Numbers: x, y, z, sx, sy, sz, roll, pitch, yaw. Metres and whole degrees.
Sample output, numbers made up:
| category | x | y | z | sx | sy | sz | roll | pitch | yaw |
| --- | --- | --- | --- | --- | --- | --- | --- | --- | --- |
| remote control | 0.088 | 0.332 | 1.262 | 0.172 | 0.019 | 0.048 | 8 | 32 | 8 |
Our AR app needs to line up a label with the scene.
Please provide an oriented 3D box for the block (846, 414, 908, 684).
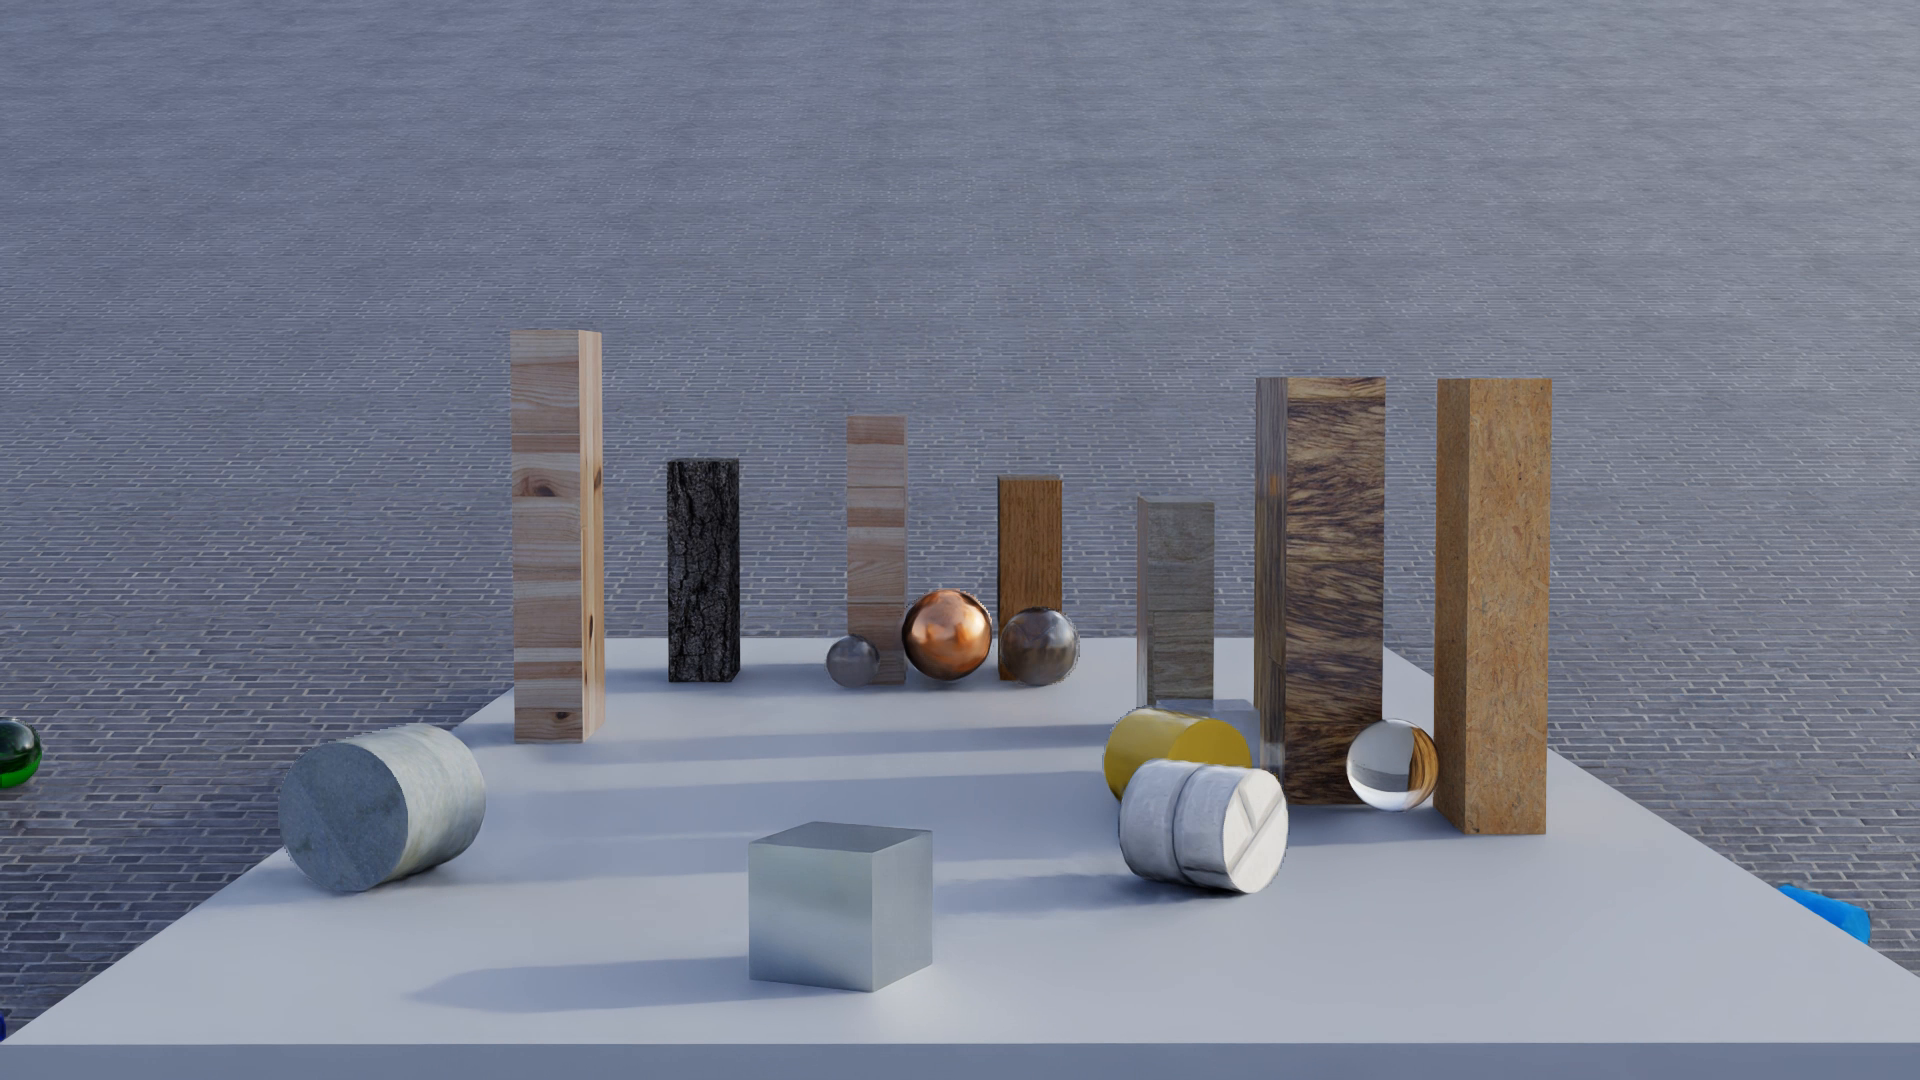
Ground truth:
| category | x | y | z | sx | sy | sz | roll | pitch | yaw |
| --- | --- | --- | --- | --- | --- | --- | --- | --- | --- |
| block | -0.181 | 0.010 | 5.727 | 0.123 | 0.576 | 0.448 | 0 | 4 | 0 |

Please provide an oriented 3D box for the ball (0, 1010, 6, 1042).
| category | x | y | z | sx | sy | sz | roll | pitch | yaw |
| --- | --- | --- | --- | --- | --- | --- | --- | --- | --- |
| ball | -1.333 | 0.655 | 3.382 | 0.144 | 0.144 | 0.144 | 0 | 20 | 0 |

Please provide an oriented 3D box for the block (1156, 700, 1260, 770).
| category | x | y | z | sx | sy | sz | roll | pitch | yaw |
| --- | --- | --- | --- | --- | --- | --- | --- | --- | --- |
| block | 0.390 | 0.331 | 4.055 | 0.142 | 0.142 | 0.142 | 0 | 4 | -3 |

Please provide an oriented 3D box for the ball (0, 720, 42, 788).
| category | x | y | z | sx | sy | sz | roll | pitch | yaw |
| --- | --- | --- | --- | --- | --- | --- | --- | --- | --- |
| ball | -2.198 | 0.492 | 5.907 | 0.159 | 0.159 | 0.159 | 0 | 20 | 0 |

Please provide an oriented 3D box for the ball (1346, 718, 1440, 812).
| category | x | y | z | sx | sy | sz | roll | pitch | yaw |
| --- | --- | --- | --- | --- | --- | --- | --- | --- | --- |
| ball | 0.656 | 0.341 | 3.890 | 0.142 | 0.142 | 0.142 | 0 | 20 | 0 |

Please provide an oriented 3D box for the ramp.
| category | x | y | z | sx | sy | sz | roll | pitch | yaw |
| --- | --- | --- | --- | --- | --- | --- | --- | --- | --- |
| ramp | 0.047 | 0.423 | 4.534 | 2.000 | 0.100 | 4.000 | 0 | 4 | 0 |

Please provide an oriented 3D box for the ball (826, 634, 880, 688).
| category | x | y | z | sx | sy | sz | roll | pitch | yaw |
| --- | --- | --- | --- | --- | --- | --- | --- | --- | --- |
| ball | -0.228 | 0.258 | 5.461 | 0.114 | 0.114 | 0.114 | 0 | 20 | 0 |

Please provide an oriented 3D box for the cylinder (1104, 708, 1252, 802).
| category | x | y | z | sx | sy | sz | roll | pitch | yaw |
| --- | --- | --- | --- | --- | --- | --- | --- | --- | --- |
| cylinder | 0.325 | 0.337 | 3.831 | 0.158 | 0.158 | 0.158 | -12 | 9 | -29 |

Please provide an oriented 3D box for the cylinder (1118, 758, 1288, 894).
| category | x | y | z | sx | sy | sz | roll | pitch | yaw |
| --- | --- | --- | --- | --- | --- | --- | --- | --- | --- |
| cylinder | 0.315 | 0.369 | 3.323 | 0.158 | 0.158 | 0.158 | 3 | 18 | 38 |

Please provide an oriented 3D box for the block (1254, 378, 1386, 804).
| category | x | y | z | sx | sy | sz | roll | pitch | yaw |
| --- | --- | --- | --- | --- | --- | --- | --- | --- | --- |
| block | 0.575 | 0.067 | 4.152 | 0.150 | 0.658 | 0.417 | 0 | 4 | 0 |

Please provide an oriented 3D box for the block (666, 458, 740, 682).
| category | x | y | z | sx | sy | sz | roll | pitch | yaw |
| --- | --- | --- | --- | --- | --- | --- | --- | --- | --- |
| block | -0.565 | 0.062 | 5.678 | 0.135 | 0.479 | 0.245 | 0 | 4 | 0 |

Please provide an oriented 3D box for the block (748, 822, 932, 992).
| category | x | y | z | sx | sy | sz | roll | pitch | yaw |
| --- | --- | --- | --- | --- | --- | --- | --- | --- | --- |
| block | -0.131 | 0.403 | 2.839 | 0.151 | 0.151 | 0.151 | 2 | 4 | 25 |

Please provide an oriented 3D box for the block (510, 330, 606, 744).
| category | x | y | z | sx | sy | sz | roll | pitch | yaw |
| --- | --- | --- | --- | --- | --- | --- | --- | --- | --- |
| block | -0.743 | -0.014 | 4.763 | 0.123 | 0.744 | 0.296 | 0 | 4 | 0 |

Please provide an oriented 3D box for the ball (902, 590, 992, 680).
| category | x | y | z | sx | sy | sz | roll | pitch | yaw |
| --- | --- | --- | --- | --- | --- | --- | --- | --- | --- |
| ball | -0.028 | 0.204 | 5.476 | 0.192 | 0.192 | 0.192 | 0 | 20 | 0 |

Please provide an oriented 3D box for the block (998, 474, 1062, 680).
| category | x | y | z | sx | sy | sz | roll | pitch | yaw |
| --- | --- | --- | --- | --- | --- | --- | --- | --- | --- |
| block | 0.154 | 0.078 | 5.761 | 0.134 | 0.436 | 0.346 | 0 | 4 | 0 |

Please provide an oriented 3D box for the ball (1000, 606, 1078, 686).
| category | x | y | z | sx | sy | sz | roll | pitch | yaw |
| --- | --- | --- | --- | --- | --- | --- | --- | --- | --- |
| ball | 0.170 | 0.228 | 5.513 | 0.169 | 0.169 | 0.169 | 0 | 20 | 0 |

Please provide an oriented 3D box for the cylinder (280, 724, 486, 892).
| category | x | y | z | sx | sy | sz | roll | pitch | yaw |
| --- | --- | --- | --- | --- | --- | --- | --- | --- | --- |
| cylinder | -0.756 | 0.349 | 3.373 | 0.192 | 0.192 | 0.192 | 7 | 6 | 19 |

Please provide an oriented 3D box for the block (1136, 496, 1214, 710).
| category | x | y | z | sx | sy | sz | roll | pitch | yaw |
| --- | --- | --- | --- | --- | --- | --- | --- | --- | --- |
| block | 0.398 | 0.141 | 4.763 | 0.120 | 0.434 | 0.266 | 0 | 4 | 0 |

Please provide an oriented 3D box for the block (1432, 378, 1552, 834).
| category | x | y | z | sx | sy | sz | roll | pitch | yaw |
| --- | --- | --- | --- | --- | --- | --- | --- | --- | --- |
| block | 0.785 | 0.089 | 3.804 | 0.117 | 0.656 | 0.249 | 0 | 4 | 0 |

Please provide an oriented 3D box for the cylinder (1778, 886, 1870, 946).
| category | x | y | z | sx | sy | sz | roll | pitch | yaw |
| --- | --- | --- | --- | --- | --- | --- | --- | --- | --- |
| cylinder | 1.698 | 0.783 | 5.103 | 0.155 | 0.155 | 0.155 | -18 | 24 | -41 |
